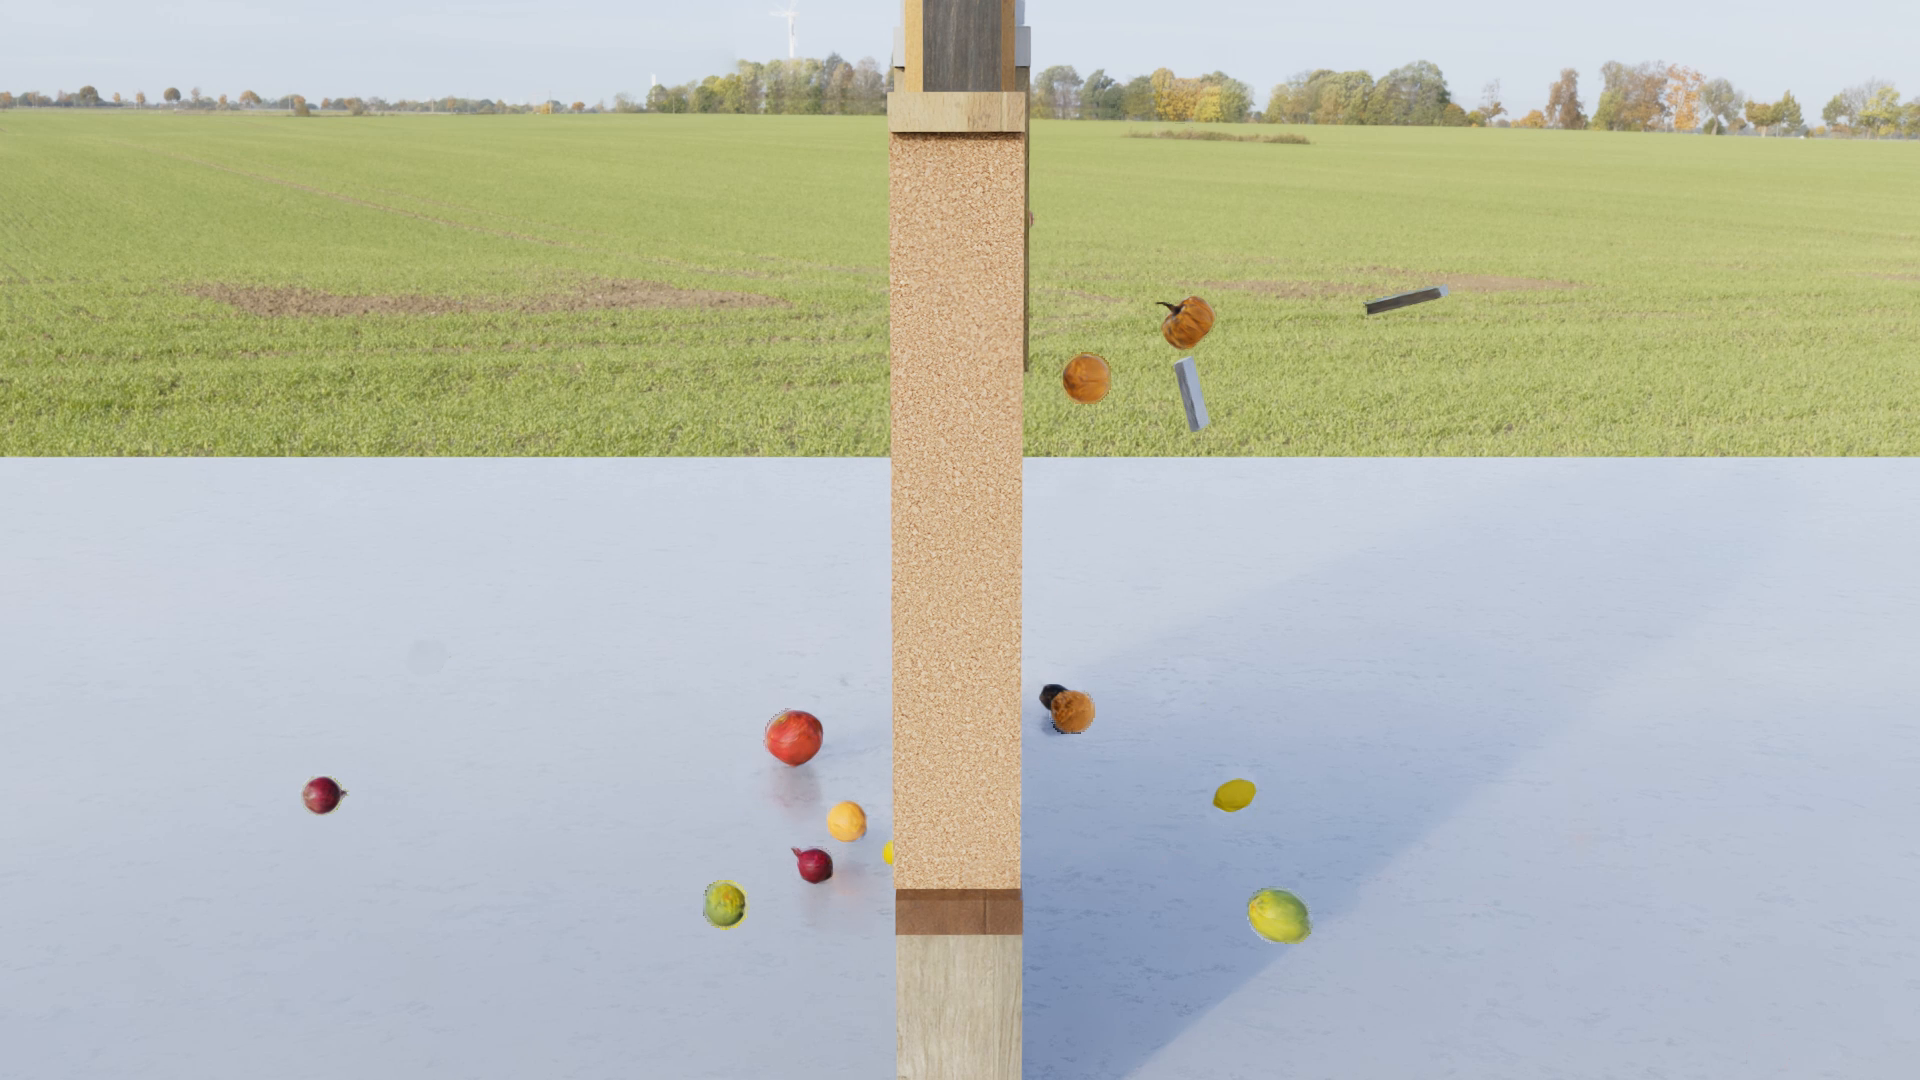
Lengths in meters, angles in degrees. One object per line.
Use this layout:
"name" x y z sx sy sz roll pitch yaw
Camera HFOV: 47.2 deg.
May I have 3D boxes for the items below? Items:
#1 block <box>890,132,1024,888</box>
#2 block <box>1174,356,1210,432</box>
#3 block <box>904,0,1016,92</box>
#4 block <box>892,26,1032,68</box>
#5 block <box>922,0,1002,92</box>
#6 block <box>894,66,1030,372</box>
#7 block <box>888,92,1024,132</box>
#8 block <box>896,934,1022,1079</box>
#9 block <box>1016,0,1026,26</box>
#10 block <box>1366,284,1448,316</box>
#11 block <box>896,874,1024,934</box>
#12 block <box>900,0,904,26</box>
"block" -0.004 -0.025 2.603 0.154 0.902 0.044 0 10 0
"block" 0.386 -0.243 3.659 0.017 0.117 0.058 -11 10 25
"block" 0.000 -0.723 2.682 0.135 0.355 0.038 0 10 0
"block" 0.002 -0.651 2.927 0.173 0.049 0.346 0 11 0
"block" 0.002 -0.601 2.503 0.090 0.179 0.025 0 10 0
"block" 0.003 -0.414 2.854 0.173 0.389 0.049 0 10 0
"block" -0.004 -0.508 2.617 0.154 0.044 0.308 0 10 0
"block" -0.001 0.613 2.709 0.153 0.305 0.043 0 11 0
"block" 0.040 -0.832 3.972 0.149 0.448 0.042 -5 12 -40
"block" 0.697 -0.375 3.427 0.117 0.017 0.059 -12 6 26
"block" -0.001 0.423 2.777 0.153 0.043 0.305 0 11 0
"block" -0.004 -0.835 2.945 0.153 0.307 0.043 0 11 0
